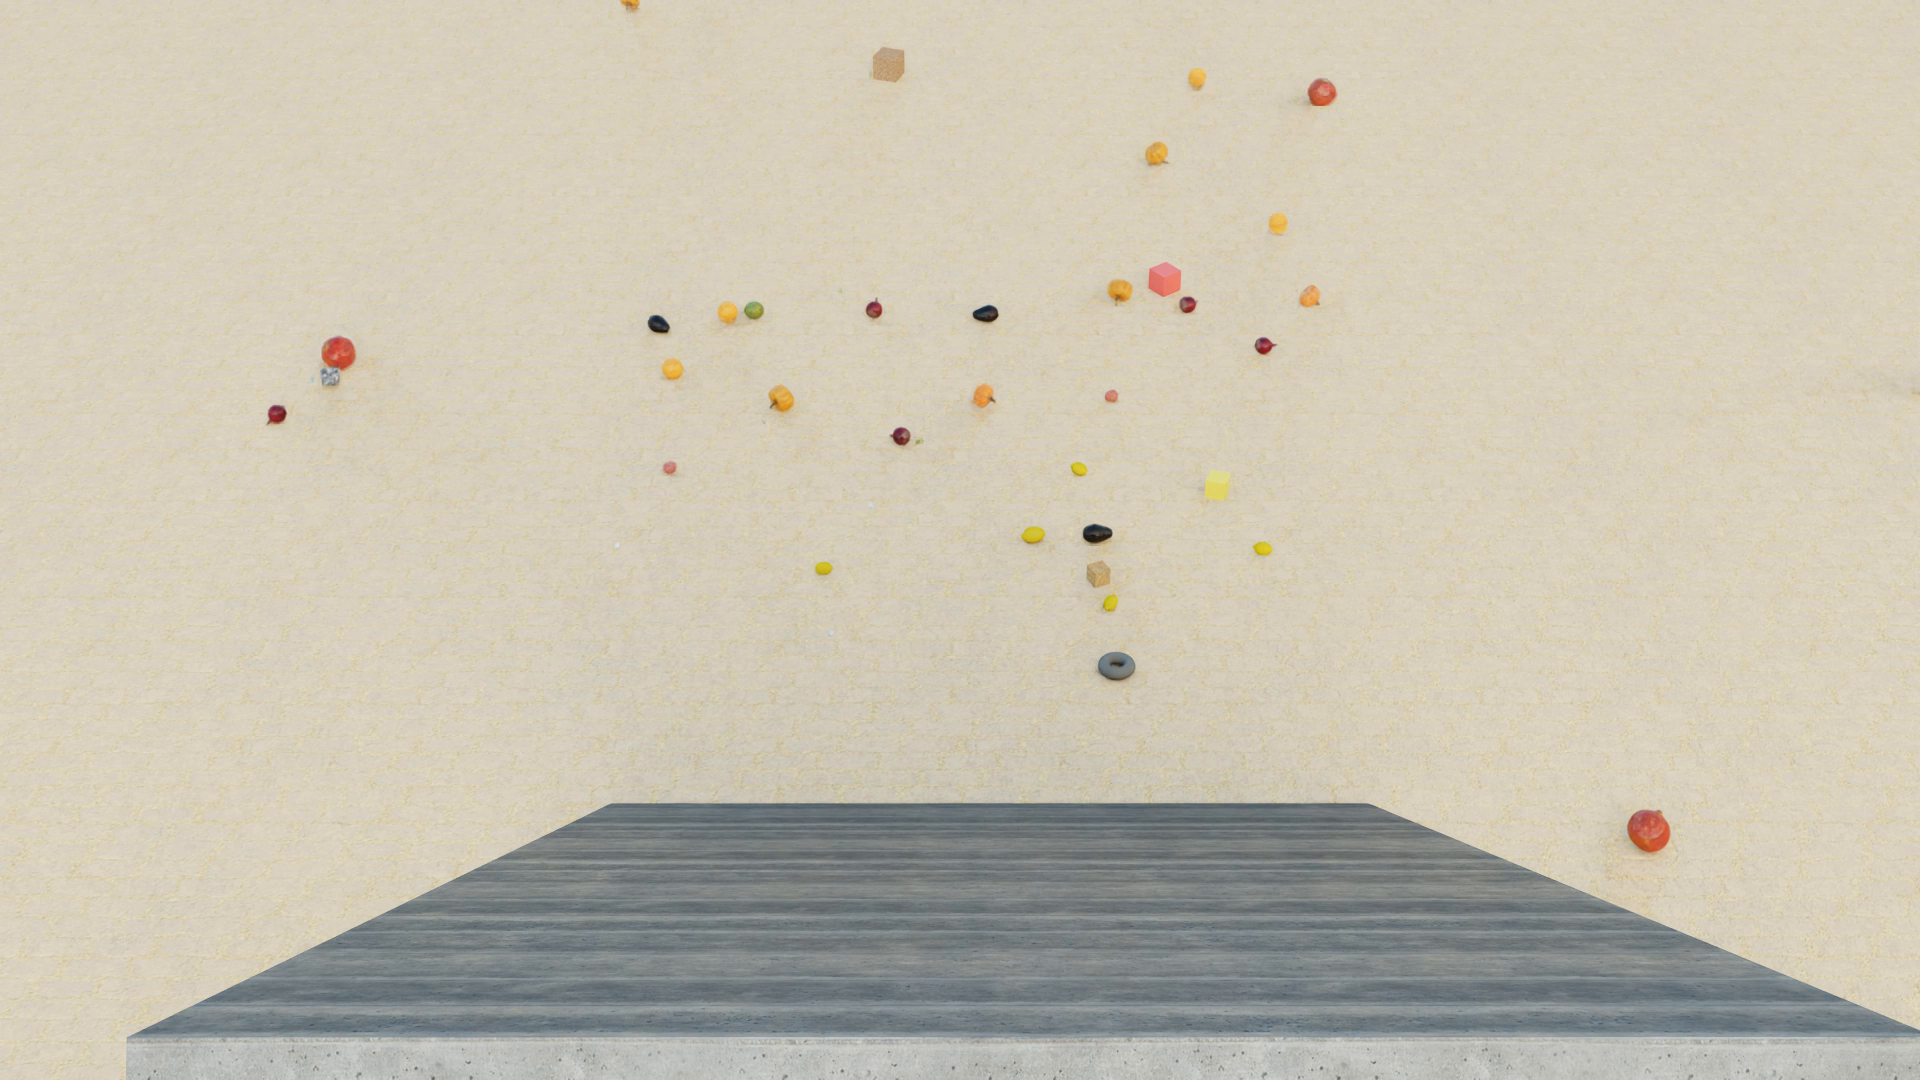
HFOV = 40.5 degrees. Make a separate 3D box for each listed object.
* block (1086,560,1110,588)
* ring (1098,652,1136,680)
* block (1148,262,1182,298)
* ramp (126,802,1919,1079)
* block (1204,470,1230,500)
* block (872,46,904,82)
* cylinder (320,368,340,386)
[{"bbox_3d":[0.415,0.102,7.783,0.052,0.052,0.052,-16,39,-21],"label":"block"},{"bbox_3d":[0.448,0.360,7.439,0.107,0.036,0.107,0,37,0],"label":"ring"},{"bbox_3d":[0.723,-0.920,9.179,0.080,0.080,0.080,-24,42,-30],"label":"block"},{"bbox_3d":[0.079,0.672,4.868,2.000,0.100,4.000,0,-2,0],"label":"ramp"},{"bbox_3d":[0.808,-0.172,8.154,0.063,0.063,0.063,12,37,16],"label":"block"},{"bbox_3d":[-0.289,-1.933,10.568,0.099,0.099,0.099,12,37,16],"label":"block"},{"bbox_3d":[-2.103,-0.544,8.677,0.055,0.055,0.055,-6,36,-8],"label":"cylinder"}]
